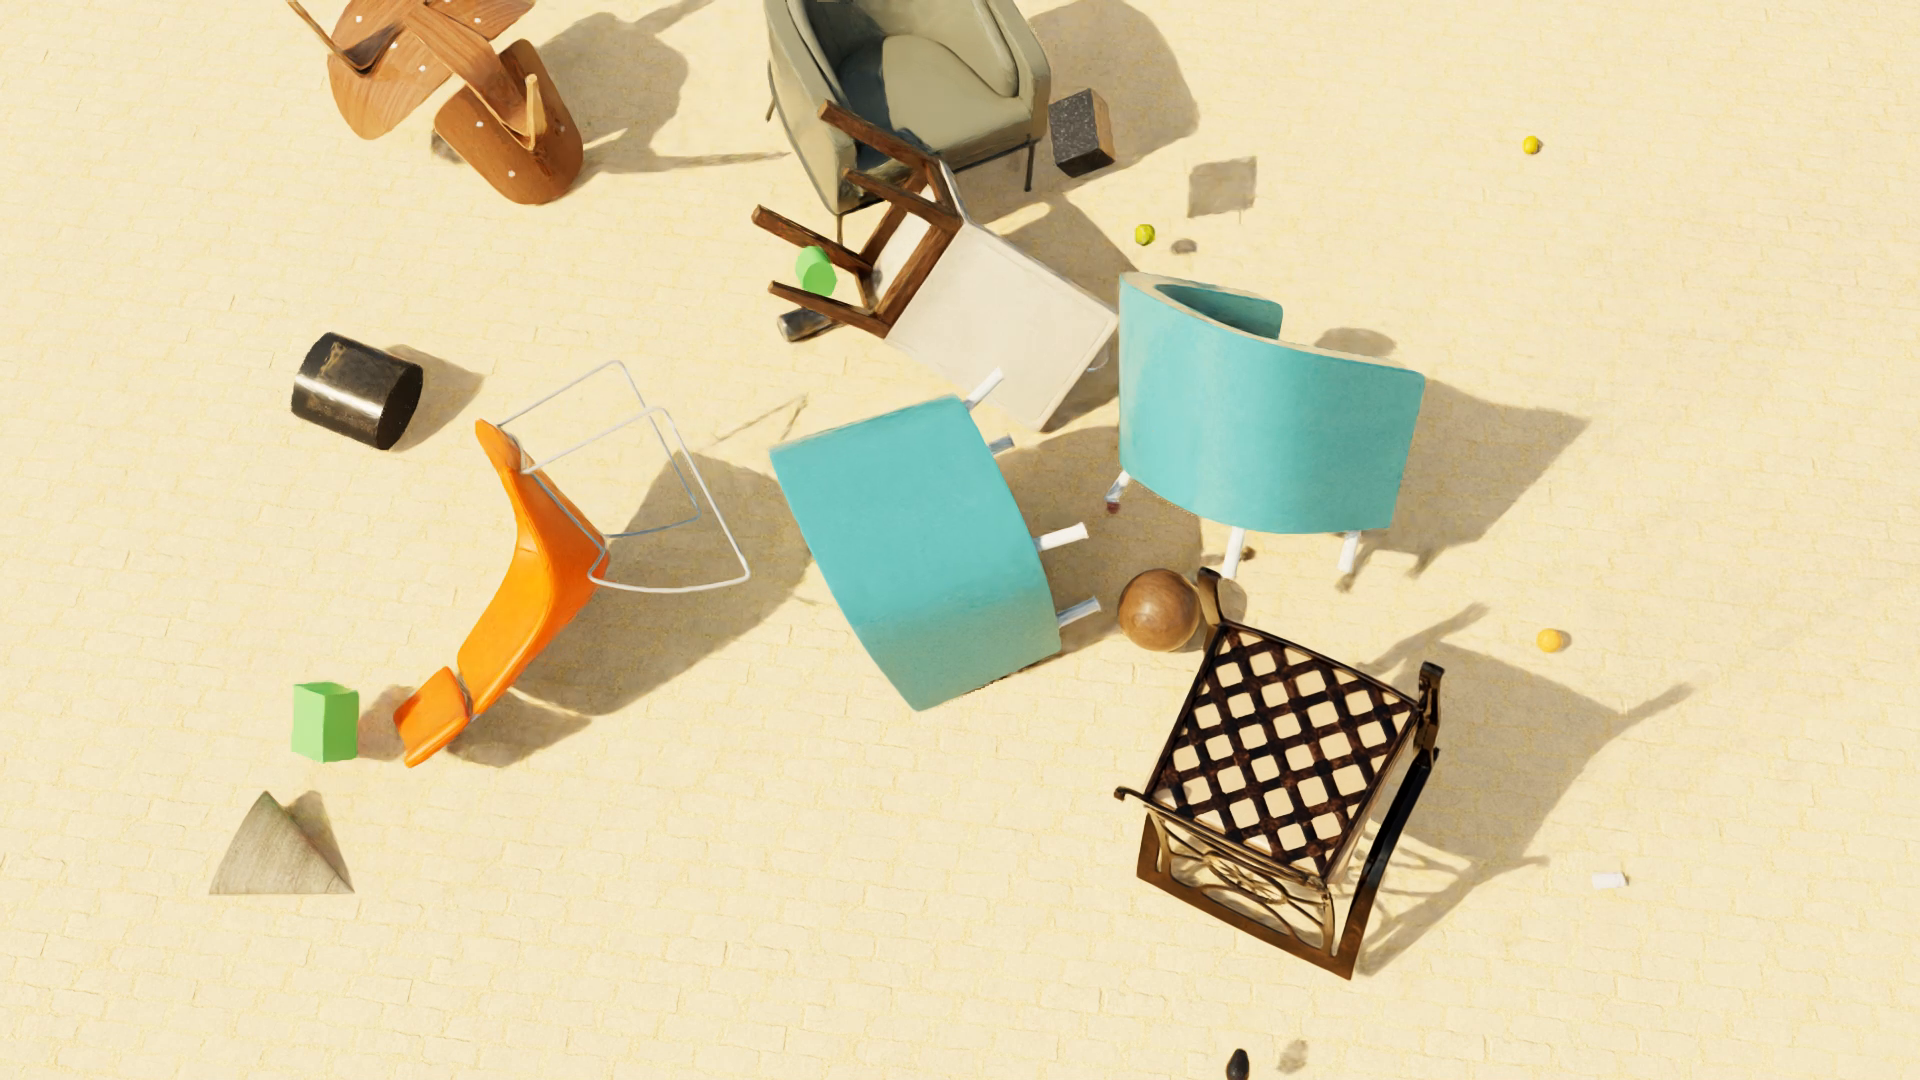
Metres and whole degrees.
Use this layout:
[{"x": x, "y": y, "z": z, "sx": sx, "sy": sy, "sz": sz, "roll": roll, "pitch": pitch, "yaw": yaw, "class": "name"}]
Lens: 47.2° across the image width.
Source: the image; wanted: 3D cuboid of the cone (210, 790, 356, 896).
[{"x": -1.789, "y": 0.885, "z": 5.937, "sx": 0.351, "sy": 0.131, "sz": 0.315, "roll": 24, "pitch": 70, "yaw": 2, "class": "cone"}]

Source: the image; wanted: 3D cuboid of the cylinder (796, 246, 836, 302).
[{"x": -0.437, "y": -0.807, "z": 6.670, "sx": 0.106, "sy": 0.154, "sz": 0.084, "roll": -12, "pitch": 47, "yaw": -13, "class": "cylinder"}]

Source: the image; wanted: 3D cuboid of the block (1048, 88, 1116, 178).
[{"x": 0.373, "y": -1.248, "z": 6.753, "sx": 0.153, "sy": 0.111, "sz": 0.209, "roll": -17, "pitch": 67, "yaw": 27, "class": "block"}]

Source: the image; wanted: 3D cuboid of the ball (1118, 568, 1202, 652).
[{"x": 0.571, "y": 0.201, "z": 6.294, "sx": 0.240, "sy": 0.240, "sz": 0.240, "roll": 0, "pitch": 56, "yaw": 0, "class": "ball"}]

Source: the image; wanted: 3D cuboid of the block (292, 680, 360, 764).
[{"x": -1.749, "y": 0.500, "z": 6.058, "sx": 0.158, "sy": 0.188, "sz": 0.106, "roll": 12, "pitch": 11, "yaw": 42, "class": "block"}]

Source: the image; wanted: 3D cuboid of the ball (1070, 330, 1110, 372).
[{"x": 0.406, "y": -0.593, "z": 6.895, "sx": 0.127, "sy": 0.127, "sz": 0.127, "roll": 0, "pitch": 56, "yaw": 0, "class": "ball"}]

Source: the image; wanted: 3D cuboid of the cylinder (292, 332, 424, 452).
[{"x": -1.851, "y": -0.458, "z": 6.754, "sx": 0.308, "sy": 0.191, "sz": 0.289, "roll": 21, "pitch": 82, "yaw": 14, "class": "cylinder"}]
